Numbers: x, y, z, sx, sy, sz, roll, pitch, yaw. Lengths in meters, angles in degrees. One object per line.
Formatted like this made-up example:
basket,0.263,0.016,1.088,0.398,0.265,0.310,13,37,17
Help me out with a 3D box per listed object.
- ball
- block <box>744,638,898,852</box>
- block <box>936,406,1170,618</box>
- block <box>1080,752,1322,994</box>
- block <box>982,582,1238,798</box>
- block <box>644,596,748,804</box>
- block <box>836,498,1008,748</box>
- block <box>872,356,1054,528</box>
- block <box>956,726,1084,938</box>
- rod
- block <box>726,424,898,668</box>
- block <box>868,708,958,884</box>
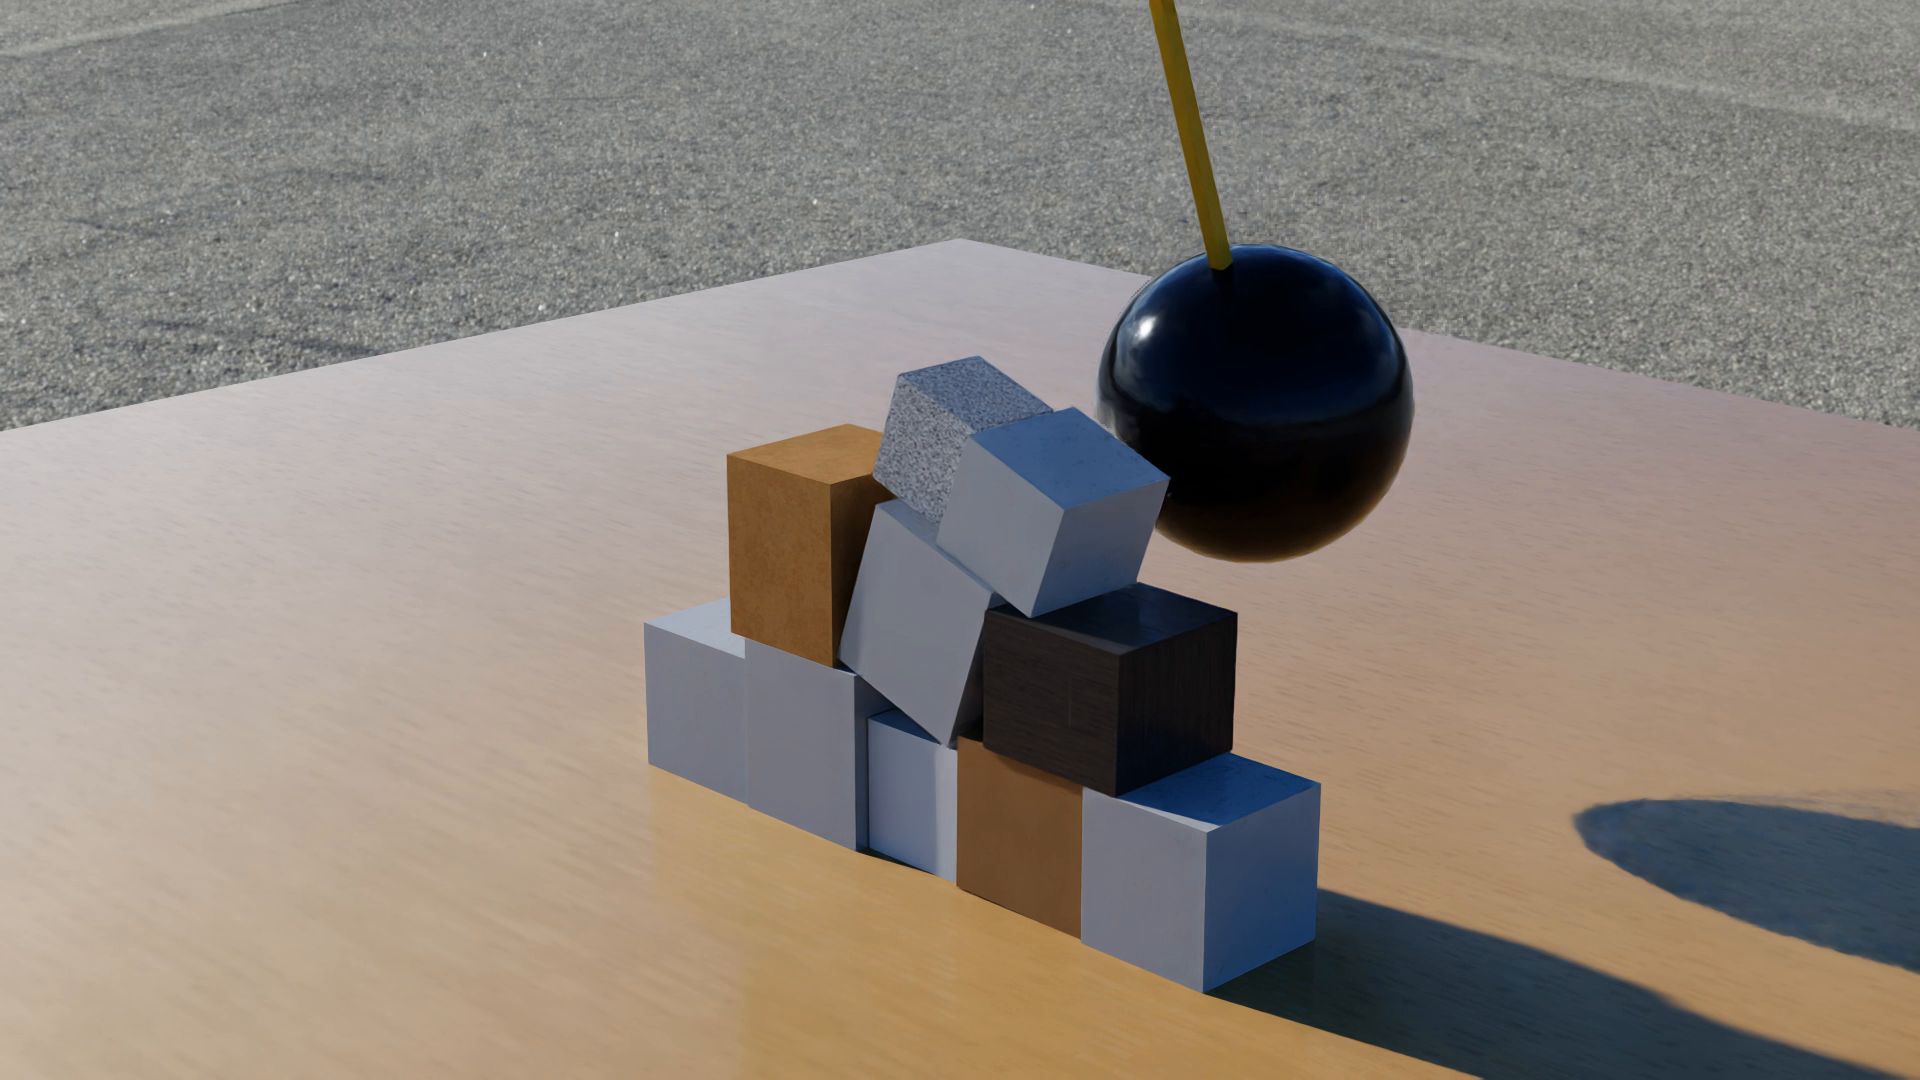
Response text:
ball,1.467,-0.678,14.666,1.600,1.600,1.600,0,17,0
block,-0.466,0.873,14.110,0.821,0.873,0.763,-17,24,-42
block,0.406,-0.129,12.867,0.680,0.567,0.614,-17,44,-43
block,1.038,1.400,12.671,0.754,0.731,0.694,-17,24,-42
block,0.655,0.617,12.845,0.785,0.643,0.774,18,25,42
block,-1.027,0.768,14.643,0.758,0.754,0.776,-17,24,-42
block,0.036,0.309,13.374,0.717,0.840,0.765,-17,43,-43
block,0.010,-0.436,13.221,0.507,0.542,0.505,-16,43,-42
block,0.511,1.235,13.170,0.699,0.736,0.785,-17,25,-42
rod,0.636,-3.472,12.917,0.080,5.200,0.080,17,44,42
block,-0.568,0.012,13.920,0.716,0.885,0.780,17,24,42
block,0.022,1.128,13.675,0.663,0.649,0.601,-17,24,-42
